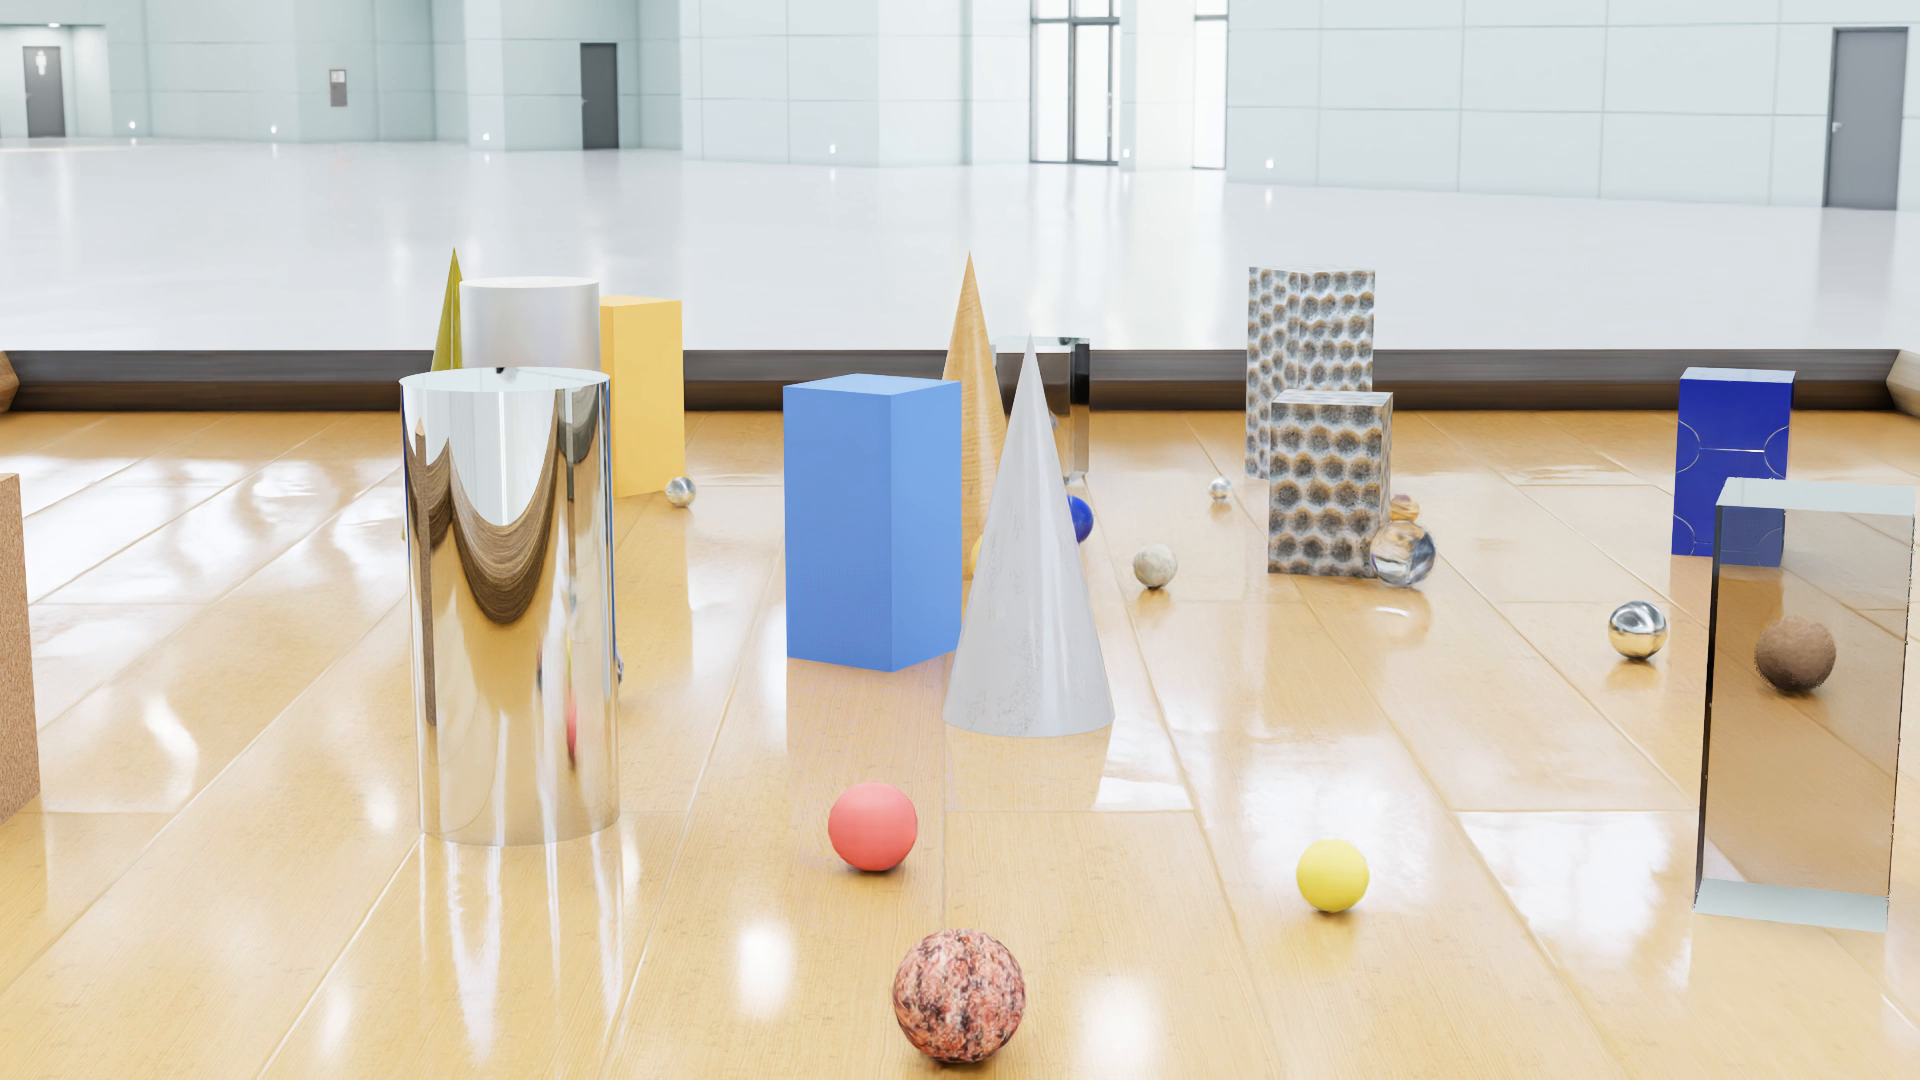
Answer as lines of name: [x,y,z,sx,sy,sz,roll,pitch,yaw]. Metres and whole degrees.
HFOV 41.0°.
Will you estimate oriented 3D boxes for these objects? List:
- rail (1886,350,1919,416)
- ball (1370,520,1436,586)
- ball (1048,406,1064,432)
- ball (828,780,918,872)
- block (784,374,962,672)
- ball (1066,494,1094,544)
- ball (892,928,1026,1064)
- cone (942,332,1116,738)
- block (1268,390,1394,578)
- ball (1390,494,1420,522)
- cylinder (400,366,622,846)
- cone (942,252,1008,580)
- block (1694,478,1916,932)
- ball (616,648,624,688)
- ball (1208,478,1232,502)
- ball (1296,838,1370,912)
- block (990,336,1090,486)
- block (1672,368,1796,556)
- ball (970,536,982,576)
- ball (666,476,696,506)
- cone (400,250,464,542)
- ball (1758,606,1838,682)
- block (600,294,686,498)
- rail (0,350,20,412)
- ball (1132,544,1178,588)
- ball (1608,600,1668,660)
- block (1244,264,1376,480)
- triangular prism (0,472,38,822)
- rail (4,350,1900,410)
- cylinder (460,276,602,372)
rail: [1.998,0.031,3.460,0.045,0.129,4.120,0,10,0]
ball: [0.625,0.019,3.624,0.094,0.094,0.094,0,10,0]
ball: [0.183,-0.244,5.158,0.054,0.054,0.054,0,10,0]
ball: [-0.079,0.262,2.346,0.082,0.082,0.082,0,10,0]
block: [-0.107,-0.026,3.193,0.158,0.339,0.158,7,12,32]
ball: [0.166,-0.030,3.929,0.079,0.079,0.079,0,10,0]
ball: [0.000,0.337,1.896,0.099,0.099,0.099,0,10,0]
cone: [0.078,-0.016,2.873,0.198,0.438,0.198,0,10,0]
block: [0.543,-0.085,3.760,0.158,0.250,0.158,3,11,14]
ball: [0.710,-0.048,4.104,0.051,0.051,0.051,0,10,0]
cylinder: [-0.433,0.059,2.481,0.198,0.432,0.198,0,10,0]
cone: [0.014,-0.189,3.731,0.198,0.466,0.198,0,10,0]
block: [0.740,0.139,2.248,0.158,0.360,0.158,4,11,20]
ball: [-0.431,0.148,2.939,0.090,0.090,0.090,0,10,0]
ball: [0.441,-0.085,4.336,0.041,0.041,0.041,0,10,0]
ball: [0.325,0.292,2.235,0.064,0.064,0.064,0,10,0]
block: [0.136,-0.234,4.580,0.158,0.244,0.158,3,11,15]
block: [1.174,-0.118,3.892,0.158,0.267,0.158,4,11,19]
ball: [0.061,0.029,3.568,0.095,0.095,0.095,0,10,0]
ball: [-0.466,-0.081,4.285,0.051,0.051,0.051,0,10,0]
cone: [-0.779,-0.231,3.991,0.198,0.453,0.198,0,10,0]
ball: [1.002,0.124,3.068,0.090,0.090,0.090,0,10,0]
block: [-0.593,-0.253,4.456,0.158,0.326,0.158,9,14,40]
rail: [-1.998,0.035,3.437,0.045,0.129,4.120,0,10,0]
ball: [0.275,0.036,3.618,0.063,0.063,0.063,0,10,0]
ball: [0.841,0.111,3.185,0.073,0.073,0.073,0,10,0]
block: [0.620,-0.296,4.557,0.158,0.374,0.158,-5,12,-27]
triangular prism: [-0.973,0.106,2.515,0.172,0.328,0.149,6,12,28]
rail: [-0.012,-0.338,5.451,4.043,0.129,0.045,0,10,0]
cylinder: [-0.618,-0.164,3.719,0.198,0.420,0.198,0,10,0]
